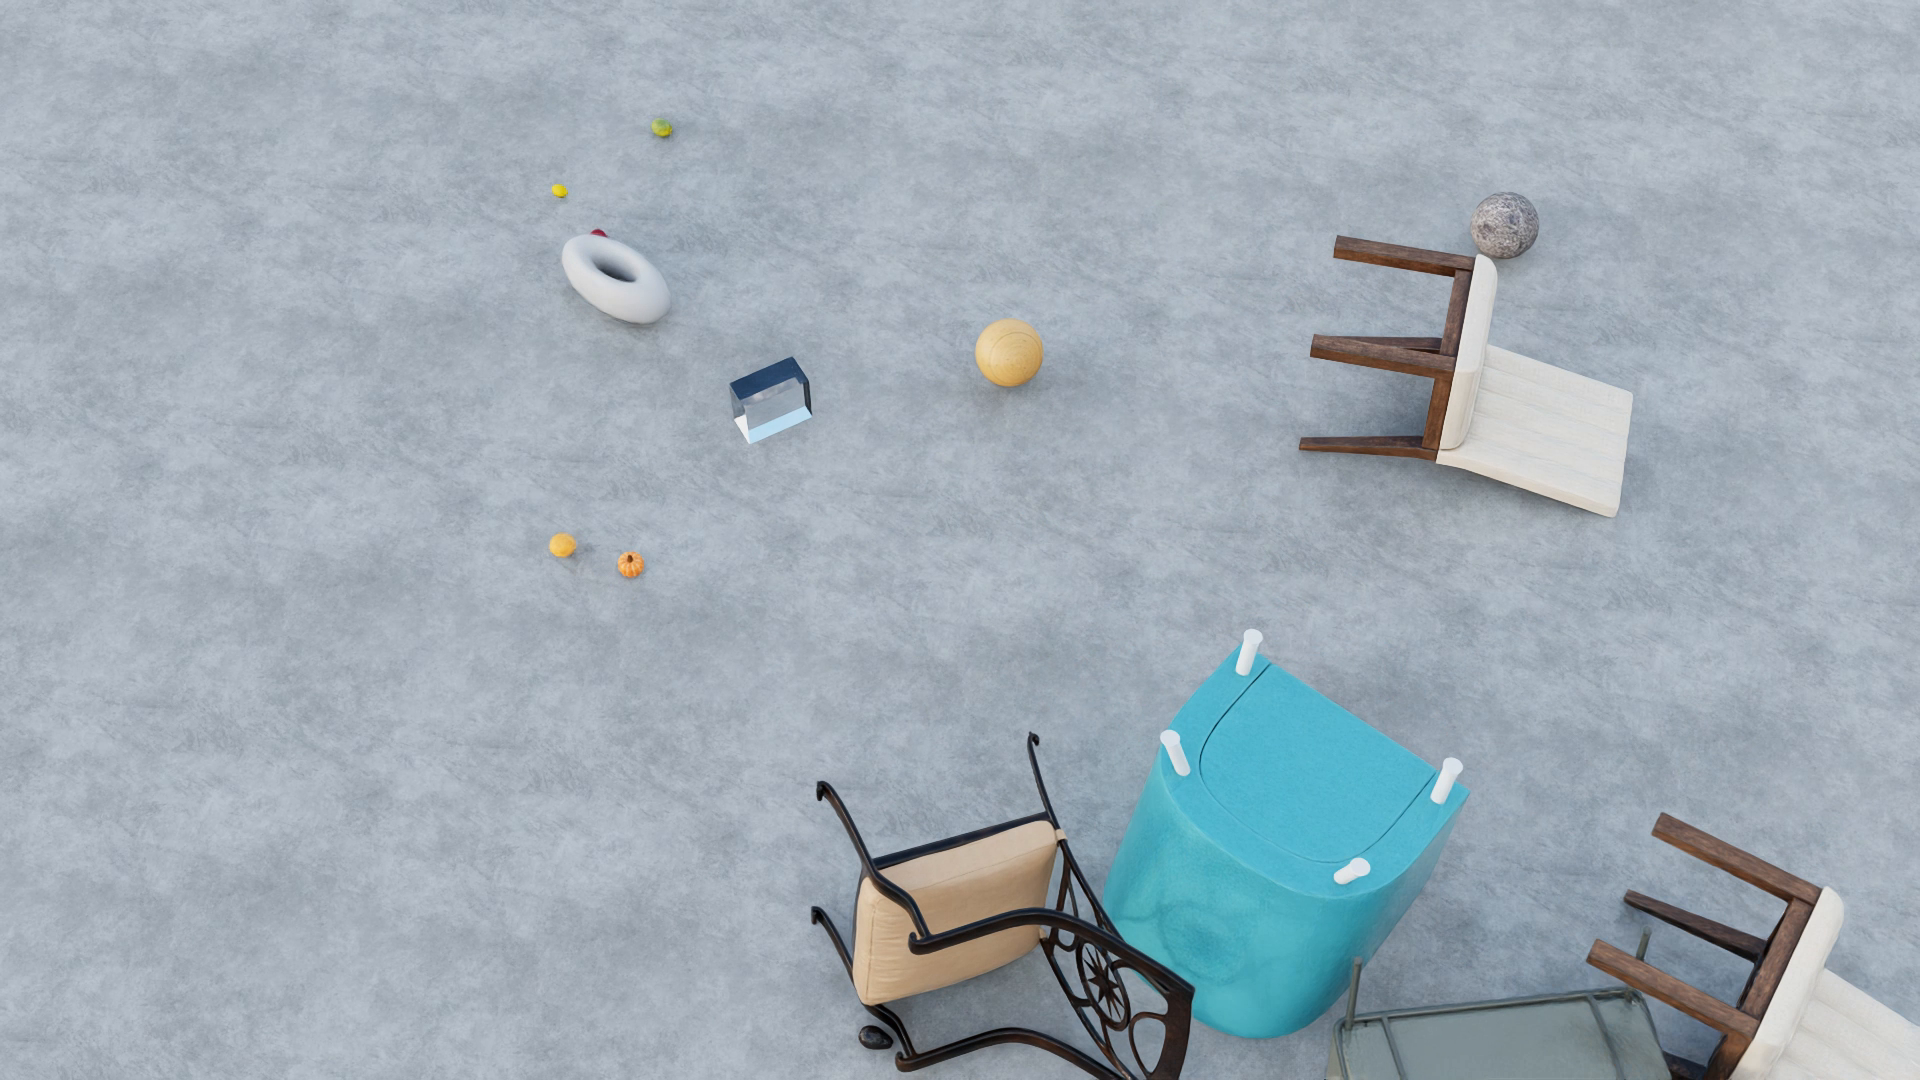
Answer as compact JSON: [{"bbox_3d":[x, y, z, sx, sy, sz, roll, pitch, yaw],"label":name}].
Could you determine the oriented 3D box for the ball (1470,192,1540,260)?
[{"bbox_3d":[1.766,-1.019,7.126,0.218,0.218,0.218,0,56,0],"label":"ball"}]

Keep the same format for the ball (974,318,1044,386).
[{"bbox_3d":[0.154,-0.583,6.836,0.214,0.214,0.214,0,56,0],"label":"ball"}]

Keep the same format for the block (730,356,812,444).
[{"bbox_3d":[-0.580,-0.429,6.752,0.217,0.182,0.111,-25,60,-16],"label":"block"}]

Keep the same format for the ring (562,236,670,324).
[{"bbox_3d":[-1.102,-0.836,7.045,0.432,0.147,0.215,33,54,21],"label":"ring"}]
